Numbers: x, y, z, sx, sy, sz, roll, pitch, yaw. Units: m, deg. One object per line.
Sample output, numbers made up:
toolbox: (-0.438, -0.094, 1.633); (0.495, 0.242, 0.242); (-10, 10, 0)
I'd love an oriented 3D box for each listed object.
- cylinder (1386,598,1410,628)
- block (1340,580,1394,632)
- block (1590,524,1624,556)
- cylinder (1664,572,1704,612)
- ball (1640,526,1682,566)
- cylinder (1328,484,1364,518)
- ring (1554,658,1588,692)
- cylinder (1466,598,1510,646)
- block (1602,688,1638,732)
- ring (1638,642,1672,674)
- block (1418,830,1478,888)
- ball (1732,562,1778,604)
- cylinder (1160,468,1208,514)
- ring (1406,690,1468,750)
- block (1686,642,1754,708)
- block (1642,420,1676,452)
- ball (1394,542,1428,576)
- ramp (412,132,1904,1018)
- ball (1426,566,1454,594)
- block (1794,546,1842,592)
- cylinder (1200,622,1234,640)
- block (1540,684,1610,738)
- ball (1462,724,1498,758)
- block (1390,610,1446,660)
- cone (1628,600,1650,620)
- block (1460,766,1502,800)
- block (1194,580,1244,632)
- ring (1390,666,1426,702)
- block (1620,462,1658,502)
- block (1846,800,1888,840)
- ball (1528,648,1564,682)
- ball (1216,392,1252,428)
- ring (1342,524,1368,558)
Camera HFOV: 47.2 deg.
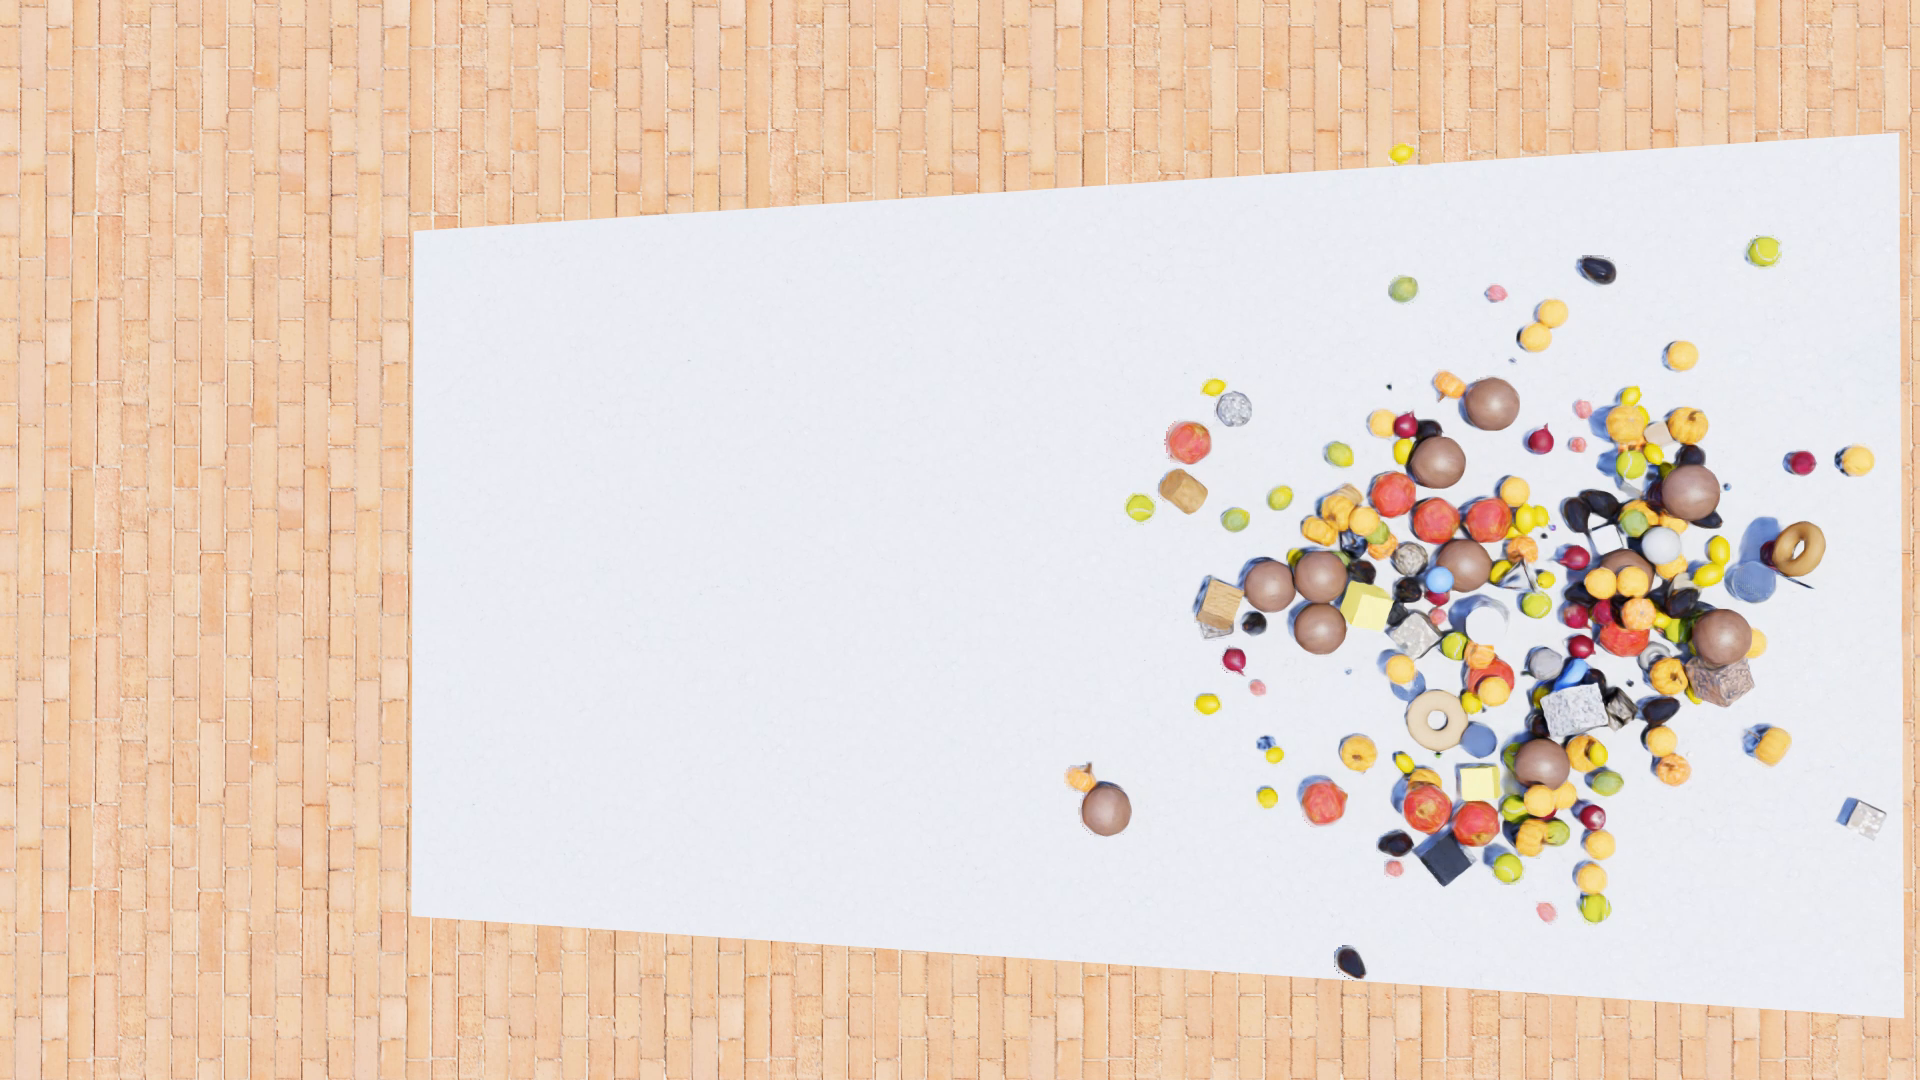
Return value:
cylinder: (1.058, 0.176, 5.354); (0.053, 0.053, 0.053); (-34, 89, 14)
block: (0.974, 0.159, 5.271); (0.083, 0.083, 0.083); (12, 110, -16)
block: (1.523, 0.000, 5.174); (0.058, 0.058, 0.058); (-22, 82, 20)
cylinder: (1.676, 0.121, 5.092); (0.069, 0.069, 0.069); (1, 59, -2)
ball: (1.610, 0.013, 5.049); (0.090, 0.090, 0.090); (0, 89, 0)
cylinder: (0.943, -0.097, 5.382); (0.063, 0.063, 0.063); (-36, 89, -35)
ring: (1.435, 0.320, 5.166); (0.034, 0.102, 0.102); (36, 89, 4)
cylinder: (1.237, 0.191, 5.150); (0.092, 0.092, 0.092); (5, 103, 21)
block: (1.532, 0.396, 5.127); (0.064, 0.064, 0.064); (48, 117, -1)
ring: (1.626, 0.277, 5.145); (0.075, 0.025, 0.075); (0, 88, 11)
block: (1.174, 0.767, 5.283); (0.090, 0.090, 0.090); (-44, 75, 15)
ball: (1.820, 0.098, 5.035); (0.098, 0.098, 0.098); (0, 89, 0)
cylinder: (0.556, -0.120, 5.460); (0.084, 0.084, 0.084); (34, 89, -27)
ring: (1.155, 0.436, 5.316); (0.149, 0.050, 0.149); (1, 92, 21)
block: (1.736, 0.309, 5.023); (0.094, 0.094, 0.094); (-32, 114, -17)
block: (1.632, -0.243, 5.132); (0.054, 0.054, 0.054); (-26, 77, 25)
ball: (1.092, 0.048, 5.327); (0.084, 0.084, 0.084); (0, 89, 0)
ramp: (0.282, 0.087, 5.742); (4.000, 0.100, 2.000); (0, 89, 21)
ball: (1.126, 0.094, 5.164); (0.065, 0.065, 0.065); (0, 89, 0)
block: (1.936, 0.054, 4.992); (0.095, 0.095, 0.095); (28, 99, 19)
cylinder: (0.644, 0.208, 5.509); (0.069, 0.069, 0.069); (-15, 89, 21)
block: (1.421, 0.395, 5.086); (0.096, 0.096, 0.096); (-6, 75, -23)
ball: (1.243, 0.480, 5.258); (0.084, 0.084, 0.084); (0, 89, 0)
block: (1.108, 0.230, 5.317); (0.084, 0.084, 0.084); (-44, 75, 18)
cone: (1.576, 0.152, 5.092); (0.050, 0.050, 0.050); (14, 127, 20)
block: (1.247, 0.581, 5.262); (0.075, 0.075, 0.075); (-6, 87, 26)
block: (0.637, 0.161, 5.401); (0.084, 0.084, 0.084); (21, 69, 2)
ring: (1.091, 0.351, 5.354); (0.087, 0.029, 0.087); (0, 89, 21)
block: (1.586, -0.136, 5.141); (0.057, 0.057, 0.057); (34, 77, 18)
block: (2.044, 0.631, 4.958); (0.065, 0.065, 0.065); (27, 99, 20)
ball: (1.389, 0.296, 5.210); (0.081, 0.081, 0.081); (0, 89, 0)
ball: (0.685, -0.325, 5.488); (0.090, 0.090, 0.090); (0, 89, 0)
ring: (0.965, 0.003, 5.381); (0.088, 0.029, 0.088); (3, 86, -44)
